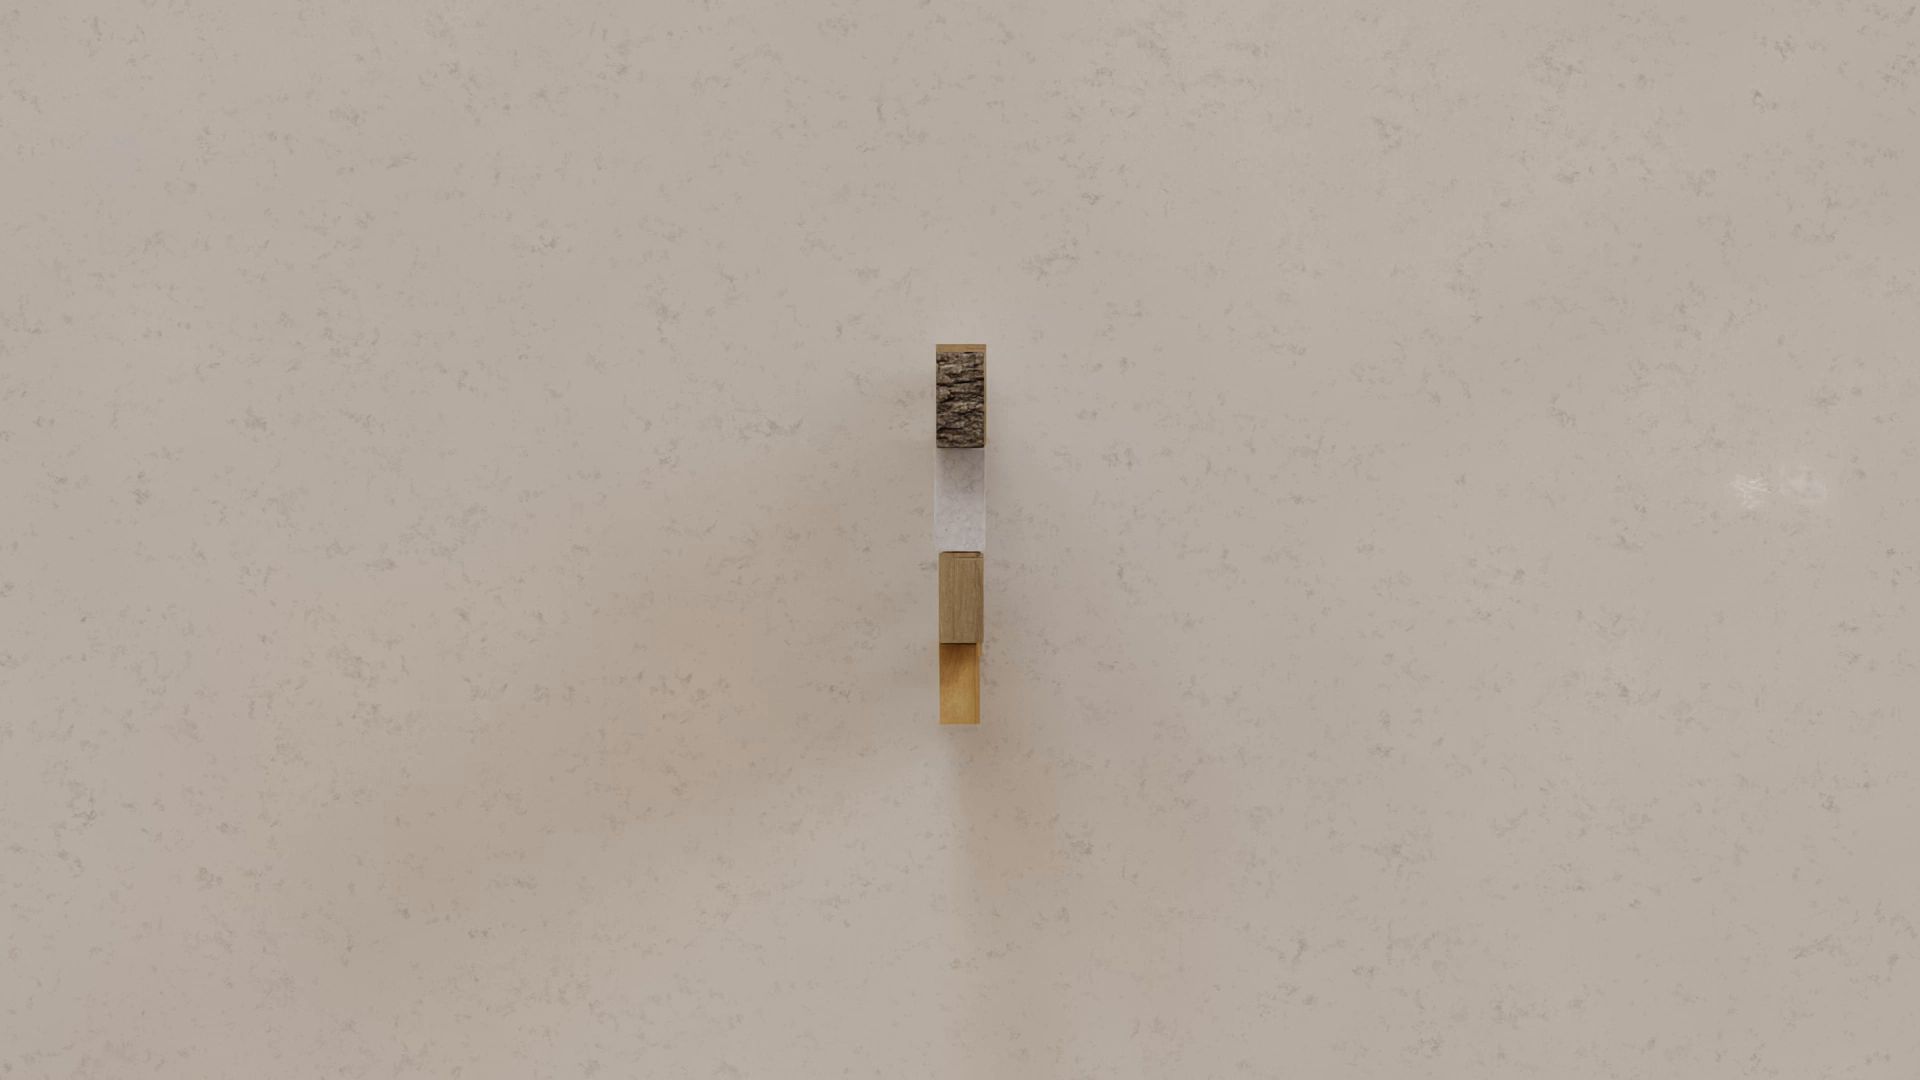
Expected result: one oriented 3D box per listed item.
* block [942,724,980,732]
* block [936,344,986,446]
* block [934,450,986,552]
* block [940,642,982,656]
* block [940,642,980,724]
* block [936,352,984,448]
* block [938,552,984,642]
[{"bbox_3d":[0.001,0.491,5.245,0.119,0.034,0.238,0,90,0],"label":"block"},{"bbox_3d":[0.003,-0.453,5.163,0.158,0.045,0.315,0,90,0],"label":"block"},{"bbox_3d":[0.000,-0.116,4.910,0.150,0.042,0.300,0,90,0],"label":"block"},{"bbox_3d":[0.002,0.232,5.210,0.135,0.038,0.271,0,90,0],"label":"block"},{"bbox_3d":[-0.001,0.429,4.933,0.120,0.034,0.240,0,90,0],"label":"block"},{"bbox_3d":[0.001,-0.410,4.843,0.139,0.039,0.278,0,90,0],"label":"block"},{"bbox_3d":[0.004,0.171,4.906,0.133,0.038,0.265,0,90,0],"label":"block"}]
